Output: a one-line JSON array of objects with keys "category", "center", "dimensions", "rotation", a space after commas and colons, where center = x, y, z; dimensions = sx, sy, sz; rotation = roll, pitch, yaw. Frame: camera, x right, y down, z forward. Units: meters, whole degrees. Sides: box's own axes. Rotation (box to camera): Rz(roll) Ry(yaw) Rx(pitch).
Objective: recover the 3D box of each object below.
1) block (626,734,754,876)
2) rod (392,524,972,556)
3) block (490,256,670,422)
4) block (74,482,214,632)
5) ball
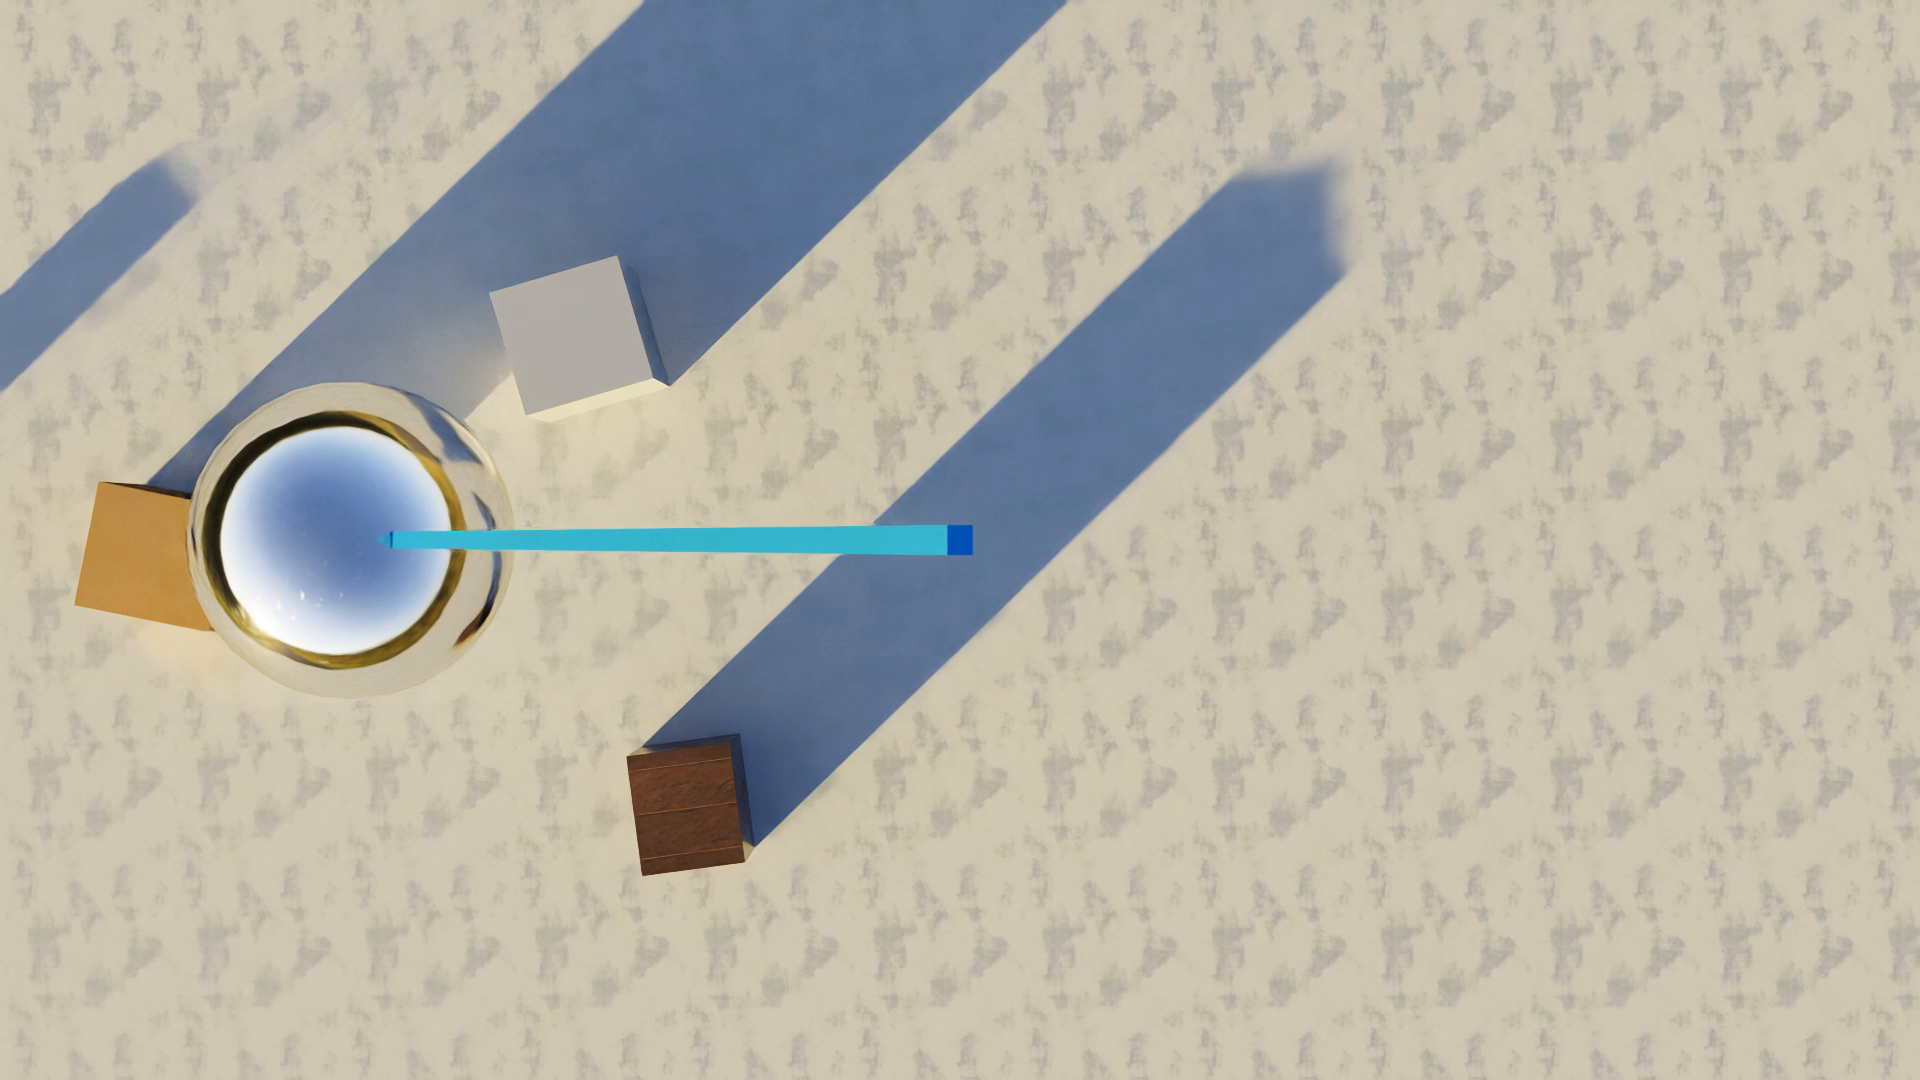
[{"category": "block", "center": [-1.547, 1.520, 12.700], "dimensions": [0.587, 0.600, 0.682], "rotation": [-8, 90, 0]}, {"category": "rod", "center": [-1.320, 0.000, 8.122], "dimensions": [0.080, 5.200, 0.080], "rotation": [0, 90, -31]}, {"category": "block", "center": [-2.174, -1.144, 12.651], "dimensions": [0.745, 0.698, 0.718], "rotation": [-16, 90, 0]}, {"category": "block", "center": [-4.514, 0.094, 12.658], "dimensions": [0.774, 0.684, 0.707], "rotation": [11, 90, 0]}, {"category": "ball", "center": [-3.046, 0.000, 11.052], "dimensions": [1.600, 1.600, 1.600], "rotation": [0, 90, 0]}]
